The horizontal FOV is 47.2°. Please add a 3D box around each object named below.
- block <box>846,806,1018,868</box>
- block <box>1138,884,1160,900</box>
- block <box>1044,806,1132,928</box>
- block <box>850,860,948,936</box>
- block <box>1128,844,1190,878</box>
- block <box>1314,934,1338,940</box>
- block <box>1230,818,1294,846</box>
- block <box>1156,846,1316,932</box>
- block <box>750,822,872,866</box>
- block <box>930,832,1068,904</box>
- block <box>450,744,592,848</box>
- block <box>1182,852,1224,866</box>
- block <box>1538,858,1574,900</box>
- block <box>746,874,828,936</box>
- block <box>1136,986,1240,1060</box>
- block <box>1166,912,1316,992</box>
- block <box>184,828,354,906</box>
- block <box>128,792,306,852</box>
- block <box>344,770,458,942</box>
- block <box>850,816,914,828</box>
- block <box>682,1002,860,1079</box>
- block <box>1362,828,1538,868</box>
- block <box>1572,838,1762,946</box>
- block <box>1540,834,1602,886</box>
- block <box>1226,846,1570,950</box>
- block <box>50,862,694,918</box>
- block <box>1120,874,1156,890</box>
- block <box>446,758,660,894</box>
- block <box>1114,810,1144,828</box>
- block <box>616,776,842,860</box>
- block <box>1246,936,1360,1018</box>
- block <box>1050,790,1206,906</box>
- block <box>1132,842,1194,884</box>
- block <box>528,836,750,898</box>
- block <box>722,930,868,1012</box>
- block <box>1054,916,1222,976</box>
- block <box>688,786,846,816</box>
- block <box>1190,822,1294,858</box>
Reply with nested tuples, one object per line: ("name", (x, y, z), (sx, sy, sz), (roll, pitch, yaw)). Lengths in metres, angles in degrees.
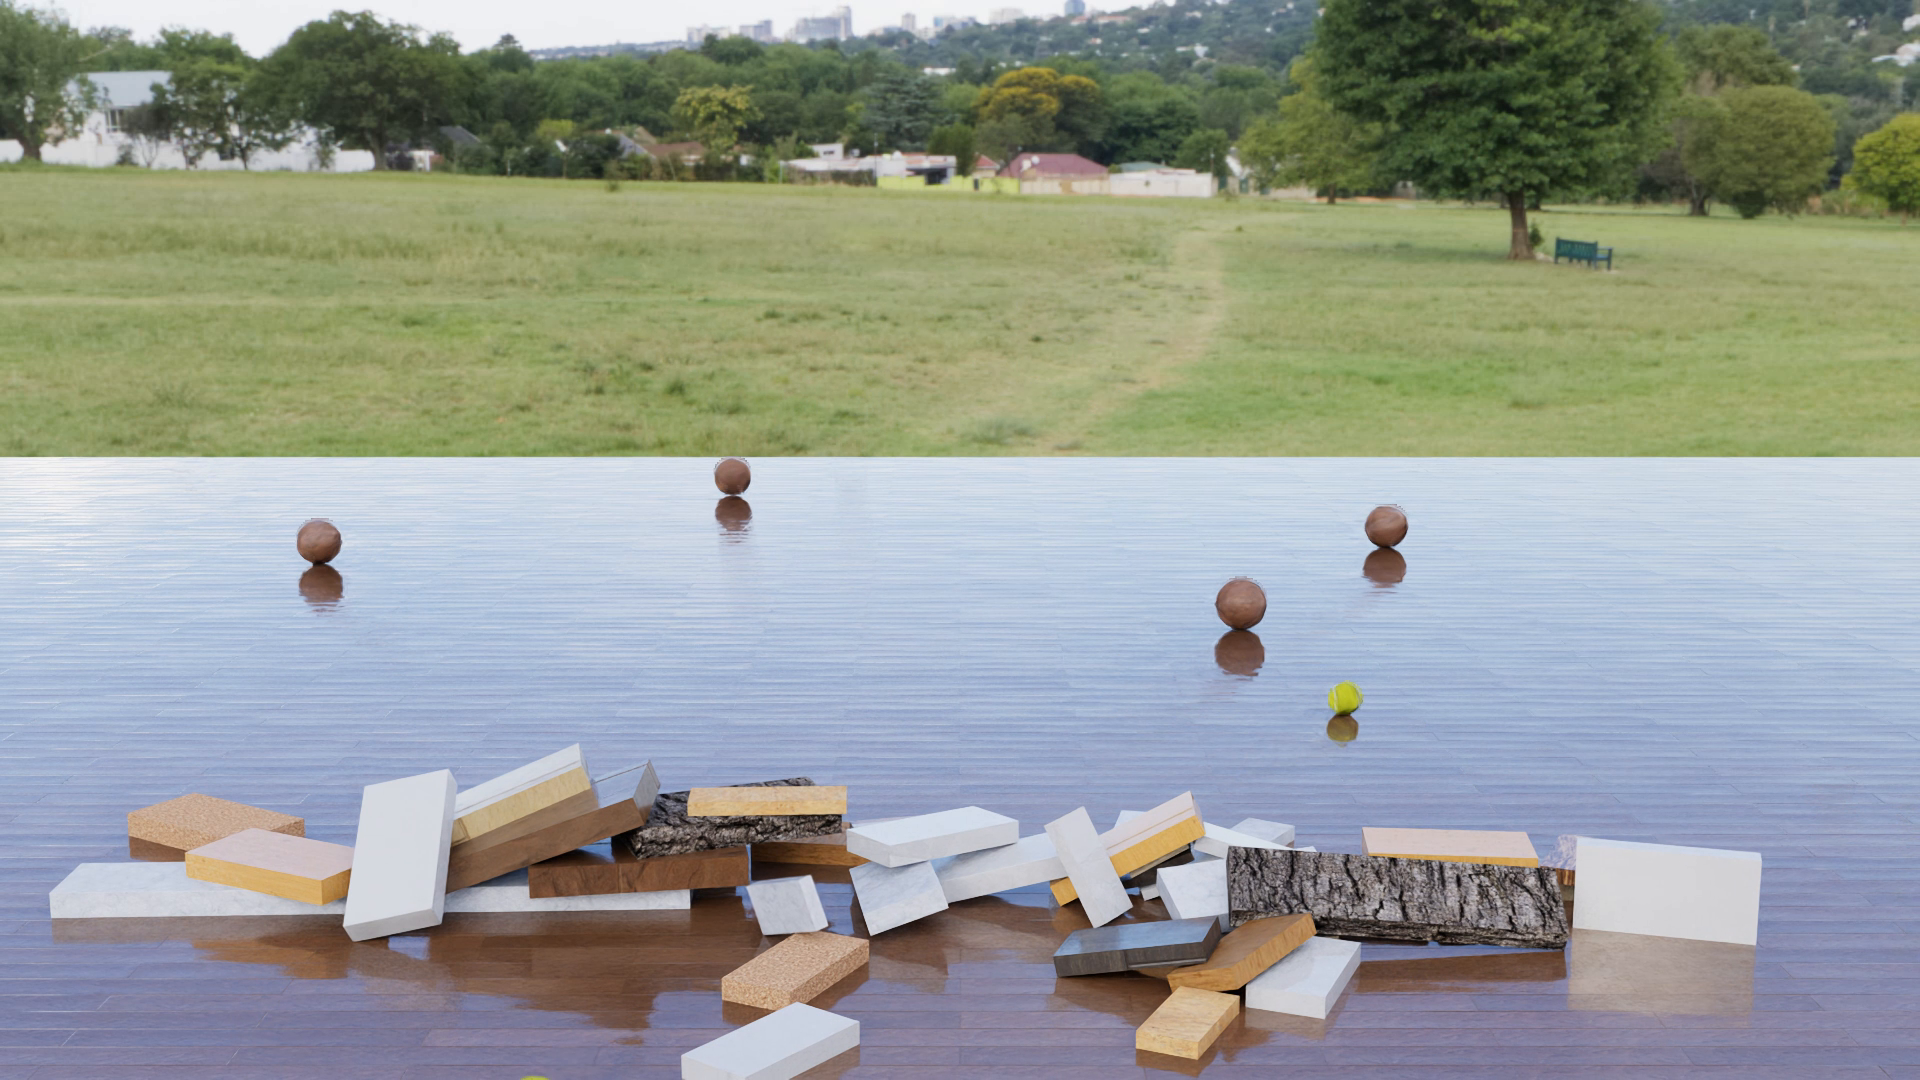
("block", (-0.045, 0.494, 3.672), (0.259, 0.037, 0.130), (-6, 9, -35))
("block", (0.353, 0.567, 3.659), (0.111, 0.016, 0.055), (-18, 11, -1))
("block", (0.208, 0.527, 3.549), (0.026, 0.181, 0.090), (-31, -8, 33))
("block", (-0.102, 0.564, 3.566), (0.130, 0.037, 0.259), (-19, 9, -5))
("block", (0.324, 0.520, 3.636), (0.107, 0.015, 0.054), (-28, 9, 2))
("block", (0.545, 0.617, 3.477), (0.058, 0.016, 0.116), (-4, 11, -19))
("block", (0.514, 0.535, 3.896), (0.090, 0.026, 0.181), (7, 12, 32))
("block", (0.463, 0.564, 3.526), (0.267, 0.038, 0.134), (-6, 29, -11))
("block", (-0.157, 0.535, 3.865), (0.402, 0.037, 0.130), (2, 11, 8))
("block", (0.072, 0.542, 3.652), (0.267, 0.038, 0.134), (-13, 10, 5))
("block", (-0.763, 0.434, 3.679), (0.290, 0.041, 0.145), (-23, 14, -7))
("block", (0.387, 0.539, 3.652), (0.111, 0.016, 0.055), (-13, 11, -2))
("block", (0.825, 0.571, 3.683), (0.752, 0.033, 0.117), (0, 11, -2))
("block", (-0.269, 0.568, 3.419), (0.023, 0.082, 0.165), (-20, 1, -36))
("block", (0.323, 0.681, 3.109), (0.090, 0.026, 0.181), (5, 12, 25))
("block", (0.423, 0.618, 3.285), (0.117, 0.033, 0.233), (-17, 1, 40))
("block", (-1.109, 0.535, 3.618), (0.296, 0.042, 0.148), (5, 12, 27))
("block", (-1.337, 0.516, 3.952), (0.296, 0.042, 0.148), (7, 12, 32))
("block", (-0.897, 0.504, 3.536), (0.145, 0.041, 0.290), (-12, 42, 5))
("block", (-0.104, 0.508, 3.844), (0.165, 0.023, 0.082), (-3, 11, -15))
("block", (-0.257, 0.696, 3.006), (0.116, 0.033, 0.232), (8, 13, 37))
("block", (0.823, 0.529, 3.710), (0.276, 0.039, 0.138), (1, 11, 6))
("block", (1.116, 0.555, 3.480), (0.276, 0.138, 0.039), (3, 11, 16))
("block", (1.039, 0.538, 3.693), (0.094, 0.027, 0.187), (5, 12, 25))
("block", (0.683, 0.563, 3.460), (0.520, 0.039, 0.138), (4, 37, 1))
("block", (-0.959, 0.573, 3.646), (1.029, 0.042, 0.148), (0, 11, -2))
("block", (0.279, 0.567, 3.678), (0.107, 0.015, 0.054), (-12, 11, 9))
("block", (-0.675, 0.469, 3.606), (0.352, 0.050, 0.176), (-20, 14, 6))
("block", (0.316, 0.519, 4.005), (0.058, 0.016, 0.116), (2, 11, 11))
("block", (-0.395, 0.465, 3.702), (0.352, 0.050, 0.176), (-4, 11, -22))
("block", (0.513, 0.646, 3.275), (0.117, 0.033, 0.233), (4, 11, 22))
("block", (0.276, 0.511, 3.656), (0.267, 0.038, 0.134), (-27, 8, 7))
("block", (0.336, 0.534, 3.641), (0.107, 0.015, 0.054), (-23, 10, 9))
("block", (-0.532, 0.529, 3.634), (0.352, 0.050, 0.176), (-2, 11, -10))
("block", (-0.244, 0.643, 3.294), (0.116, 0.033, 0.232), (5, 12, 27))
("block", (0.269, 0.613, 3.320), (0.232, 0.033, 0.116), (-10, 7, 20))
("block", (-0.320, 0.435, 3.666), (0.261, 0.023, 0.082), (0, 11, -3))
("block", (0.474, 0.515, 3.662), (0.187, 0.027, 0.094), (17, 8, -5))
